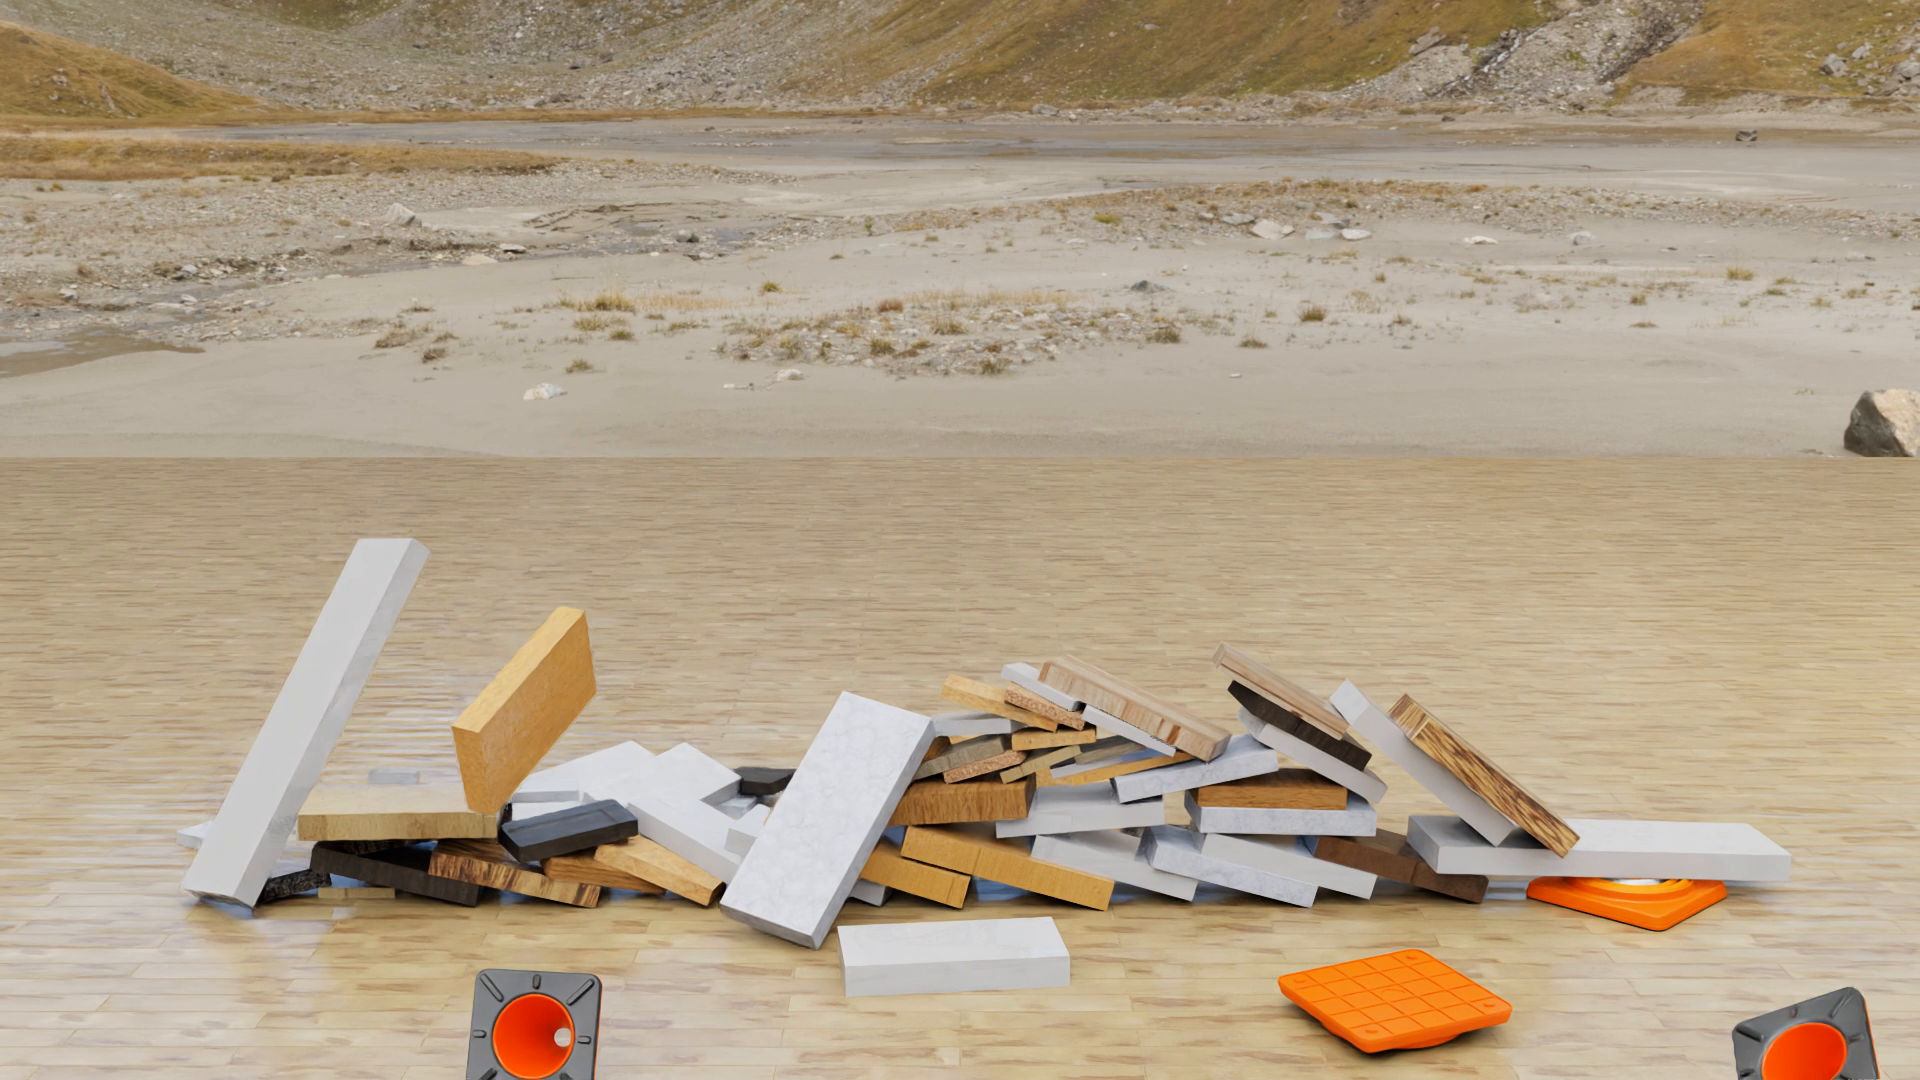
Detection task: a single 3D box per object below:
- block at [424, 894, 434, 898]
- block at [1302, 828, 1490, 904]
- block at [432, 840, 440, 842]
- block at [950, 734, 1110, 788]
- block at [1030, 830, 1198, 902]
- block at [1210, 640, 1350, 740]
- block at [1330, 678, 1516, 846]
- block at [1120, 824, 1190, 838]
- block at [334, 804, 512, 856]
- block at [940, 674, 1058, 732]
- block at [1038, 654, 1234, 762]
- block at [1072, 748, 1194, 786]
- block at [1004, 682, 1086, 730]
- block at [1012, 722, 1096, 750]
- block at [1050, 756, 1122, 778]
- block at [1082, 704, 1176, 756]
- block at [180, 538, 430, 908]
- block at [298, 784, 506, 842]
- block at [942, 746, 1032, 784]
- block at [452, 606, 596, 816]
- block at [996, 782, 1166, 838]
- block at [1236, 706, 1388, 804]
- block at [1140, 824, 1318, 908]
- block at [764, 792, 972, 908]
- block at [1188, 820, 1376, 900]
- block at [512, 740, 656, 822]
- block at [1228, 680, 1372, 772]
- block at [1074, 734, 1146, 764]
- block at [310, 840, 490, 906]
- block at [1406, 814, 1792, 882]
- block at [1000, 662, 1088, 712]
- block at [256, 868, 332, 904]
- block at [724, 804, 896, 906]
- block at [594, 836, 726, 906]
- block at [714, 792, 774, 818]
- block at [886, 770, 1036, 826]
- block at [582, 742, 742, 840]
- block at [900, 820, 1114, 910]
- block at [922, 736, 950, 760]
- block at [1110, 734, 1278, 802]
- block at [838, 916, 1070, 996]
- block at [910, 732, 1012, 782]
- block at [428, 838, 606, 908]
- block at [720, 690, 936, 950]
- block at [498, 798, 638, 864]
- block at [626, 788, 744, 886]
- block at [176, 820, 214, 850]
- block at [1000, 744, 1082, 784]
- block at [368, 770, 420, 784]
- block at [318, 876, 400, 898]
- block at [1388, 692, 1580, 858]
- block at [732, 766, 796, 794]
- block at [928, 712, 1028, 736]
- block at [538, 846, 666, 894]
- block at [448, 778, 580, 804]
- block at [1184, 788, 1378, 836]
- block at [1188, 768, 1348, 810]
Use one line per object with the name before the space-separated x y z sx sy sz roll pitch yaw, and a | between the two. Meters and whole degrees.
block | -0.919 0.566 3.672 0.127 0.018 0.063 13 10 1
block | 0.722 0.526 3.675 0.291 0.041 0.145 16 9 -4
block | -0.916 0.540 3.872 0.167 0.024 0.084 -1 11 -5
block | 0.159 0.427 4.176 0.334 0.047 0.167 17 11 17
block | 0.254 0.523 3.658 0.275 0.039 0.137 16 11 -1
block | 0.522 0.245 3.590 0.230 0.033 0.115 30 7 -3
block | 0.757 0.364 3.612 0.322 0.046 0.161 39 7 -9
block | 0.367 0.531 3.926 0.161 0.023 0.081 1 11 4
block | -0.907 0.465 3.681 0.278 0.039 0.139 -7 13 -36
block | 0.069 0.267 3.616 0.197 0.022 0.077 17 13 5
block | 0.287 0.272 3.597 0.310 0.033 0.115 25 13 18
block | 0.281 0.364 3.600 0.200 0.016 0.058 -14 11 3
block | 0.141 0.268 3.590 0.137 0.019 0.068 21 13 3
block | 0.154 0.319 3.593 0.136 0.019 0.068 -7 10 6
block | 0.205 0.363 3.616 0.116 0.016 0.058 -14 11 2
block | 0.279 0.304 3.569 0.159 0.019 0.068 22 13 7
block | -1.101 0.295 3.717 0.155 0.673 0.044 -1 -32 40
block | -0.905 0.442 3.582 0.310 0.044 0.155 0 11 -7
block | 0.045 0.365 3.615 0.136 0.019 0.068 -18 5 22
block | -0.644 0.250 3.275 0.044 0.155 0.310 11 36 18
block | 0.199 0.442 3.642 0.274 0.039 0.137 -5 10 4
block | 0.582 0.350 3.638 0.244 0.035 0.122 28 7 -15
block | 0.445 0.536 3.650 0.275 0.039 0.137 15 9 -6
block | -0.147 0.511 3.669 0.348 0.049 0.174 17 13 4
block | 0.535 0.518 3.660 0.291 0.041 0.145 15 9 -5
block | -0.689 0.471 4.045 0.160 0.045 0.409 27 23 27
block | 0.558 0.300 3.617 0.230 0.033 0.115 28 7 -20
block | 0.247 0.339 3.599 0.116 0.016 0.058 -12 11 9
block | -0.922 0.537 3.661 0.278 0.039 0.139 13 10 0
block | 1.061 0.513 3.665 0.601 0.046 0.161 2 11 -7
block | 0.141 0.241 3.614 0.137 0.019 0.068 26 14 23
block | -1.113 0.572 3.657 0.127 0.018 0.063 -12 11 -18
block | -0.239 0.527 3.694 0.283 0.040 0.141 18 14 12
block | -0.493 0.541 3.649 0.205 0.029 0.103 21 10 8
block | -0.413 0.488 4.153 0.081 0.023 0.161 3 11 15
block | -0.055 0.422 3.654 0.348 0.049 0.174 -4 10 8
block | -0.545 0.464 4.027 0.141 0.040 0.283 28 28 24
block | 0.079 0.520 3.663 0.348 0.049 0.174 15 11 -1
block | -0.110 0.362 3.693 0.174 0.025 0.087 -16 5 19
block | 0.380 0.372 3.611 0.262 0.035 0.122 -11 11 -2
block | -0.013 0.629 3.328 0.334 0.047 0.167 -1 11 -7
block | 0.001 0.355 3.649 0.174 0.025 0.087 -19 4 18
block | -0.728 0.542 3.654 0.278 0.039 0.139 12 10 -3
block | -0.208 0.444 3.538 0.167 0.047 0.426 15 56 23
block | -0.645 0.478 3.622 0.205 0.029 0.103 -11 19 -30
block | -0.418 0.511 3.730 0.283 0.040 0.141 25 15 26
block | -1.304 0.533 3.911 0.167 0.024 0.084 7 12 32
block | 0.130 0.357 3.604 0.136 0.019 0.068 -22 9 3
block | -0.976 0.481 3.783 0.084 0.167 0.024 3 2 3
block | -1.001 0.579 3.677 0.127 0.018 0.063 0 11 0
block | 0.849 0.381 3.574 0.322 0.046 0.161 37 7 -9
block | -0.382 0.453 4.150 0.161 0.023 0.081 -2 12 42
block | 0.023 0.305 3.661 0.174 0.025 0.087 -5 4 26
block | -0.593 0.539 3.641 0.205 0.029 0.103 13 11 -27
block | -0.806 0.429 3.725 0.316 0.019 0.068 -1 11 -10
block | 0.529 0.446 3.647 0.291 0.041 0.145 2 10 -5
block | 0.504 0.409 3.632 0.244 0.035 0.122 2 10 -4
